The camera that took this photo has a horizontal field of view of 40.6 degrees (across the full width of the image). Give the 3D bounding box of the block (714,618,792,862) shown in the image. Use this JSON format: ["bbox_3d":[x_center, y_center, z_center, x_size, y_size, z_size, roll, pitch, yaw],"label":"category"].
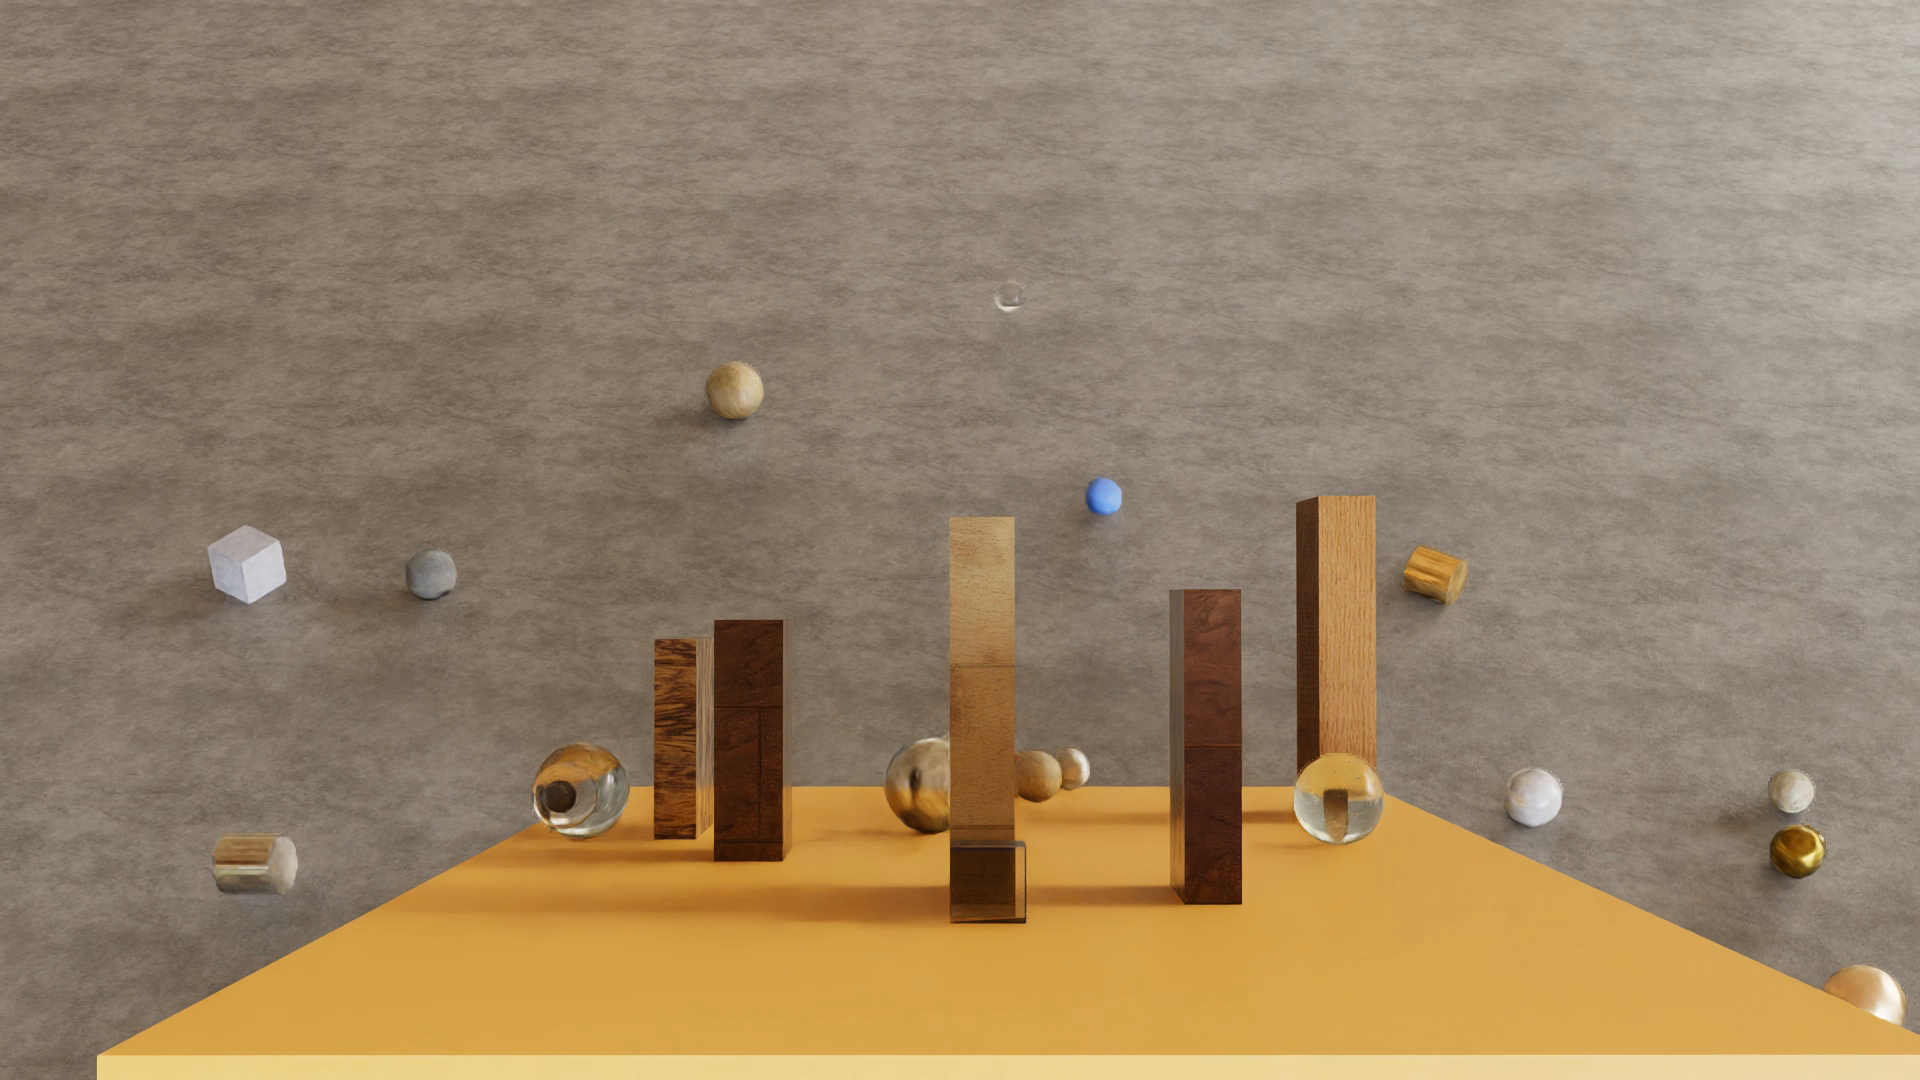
[{"bbox_3d":[-0.395,0.378,4.980,0.129,0.451,0.266,0,-1,0],"label":"block"}]

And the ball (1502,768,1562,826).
[{"bbox_3d":[1.490,0.669,6.756,0.152,0.152,0.152,0,34,0],"label":"ball"}]

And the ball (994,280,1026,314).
[{"bbox_3d":[0.177,-0.850,9.069,0.113,0.113,0.113,0,34,0],"label":"ball"}]

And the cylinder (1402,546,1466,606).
[{"bbox_3d":[1.392,0.105,7.611,0.138,0.138,0.138,21,39,27],"label":"cylinder"}]

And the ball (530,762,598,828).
[{"bbox_3d":[-0.759,0.490,4.979,0.127,0.127,0.127,0,34,0],"label":"ball"}]

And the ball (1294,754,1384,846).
[{"bbox_3d":[0.755,0.517,5.169,0.181,0.181,0.181,0,34,0],"label":"ball"}]

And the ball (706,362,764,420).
[{"bbox_3d":[-0.733,-0.484,8.455,0.185,0.185,0.185,0,34,0],"label":"ball"}]

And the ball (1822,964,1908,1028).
[{"bbox_3d":[2.115,1.094,6.078,0.195,0.195,0.195,0,34,0],"label":"ball"}]

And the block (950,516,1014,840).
[{"bbox_3d":[0.034,0.277,4.246,0.101,0.617,0.420,0,-1,0],"label":"block"}]

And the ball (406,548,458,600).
[{"bbox_3d":[-1.551,0.100,7.611,0.150,0.150,0.150,0,34,0],"label":"ball"}]

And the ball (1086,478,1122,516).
[{"bbox_3d":[0.443,-0.133,7.991,0.115,0.115,0.115,0,34,0],"label":"ball"}]

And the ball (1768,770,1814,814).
[{"bbox_3d":[2.179,0.660,6.804,0.112,0.112,0.112,0,34,0],"label":"ball"}]

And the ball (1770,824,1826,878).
[{"bbox_3d":[2.125,0.791,6.588,0.135,0.135,0.135,0,34,0],"label":"ball"}]

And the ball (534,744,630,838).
[{"bbox_3d":[-0.776,0.514,5.314,0.195,0.195,0.195,0,34,0],"label":"ball"}]

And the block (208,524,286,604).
[{"bbox_3d":[-2.102,0.071,7.656,0.147,0.147,0.147,22,39,29],"label":"block"}]

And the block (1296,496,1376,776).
[{"bbox_3d":[0.846,0.266,5.851,0.125,0.715,0.379,0,-1,0],"label":"block"}]

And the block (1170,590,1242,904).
[{"bbox_3d":[0.406,0.335,4.306,0.092,0.505,0.290,0,-1,0],"label":"block"}]

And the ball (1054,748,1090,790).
[{"bbox_3d":[0.282,0.588,6.670,0.108,0.108,0.108,0,34,0],"label":"ball"}]

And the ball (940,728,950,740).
[{"bbox_3d":[0.022,0.525,5.991,0.204,0.204,0.204,0,34,0],"label":"ball"}]

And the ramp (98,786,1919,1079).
[{"bbox_3d":[0.075,0.649,4.780,2.000,0.100,4.000,0,-1,0],"label":"ramp"}]

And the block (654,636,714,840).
[{"bbox_3d":[-0.581,0.411,5.477,0.085,0.408,0.371,0,-1,0],"label":"block"}]

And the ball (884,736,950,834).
[{"bbox_3d":[-0.058,0.513,5.439,0.202,0.202,0.202,0,34,0],"label":"ball"}]

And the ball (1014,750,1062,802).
[{"bbox_3d":[0.185,0.571,6.269,0.124,0.124,0.124,0,34,0],"label":"ball"}]

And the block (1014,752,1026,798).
[{"bbox_3d":[0.134,0.584,6.461,0.107,0.107,0.107,0,-1,-20],"label":"block"}]

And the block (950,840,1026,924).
[{"bbox_3d":[0.043,0.523,3.973,0.114,0.114,0.114,0,-1,0],"label":"block"}]
